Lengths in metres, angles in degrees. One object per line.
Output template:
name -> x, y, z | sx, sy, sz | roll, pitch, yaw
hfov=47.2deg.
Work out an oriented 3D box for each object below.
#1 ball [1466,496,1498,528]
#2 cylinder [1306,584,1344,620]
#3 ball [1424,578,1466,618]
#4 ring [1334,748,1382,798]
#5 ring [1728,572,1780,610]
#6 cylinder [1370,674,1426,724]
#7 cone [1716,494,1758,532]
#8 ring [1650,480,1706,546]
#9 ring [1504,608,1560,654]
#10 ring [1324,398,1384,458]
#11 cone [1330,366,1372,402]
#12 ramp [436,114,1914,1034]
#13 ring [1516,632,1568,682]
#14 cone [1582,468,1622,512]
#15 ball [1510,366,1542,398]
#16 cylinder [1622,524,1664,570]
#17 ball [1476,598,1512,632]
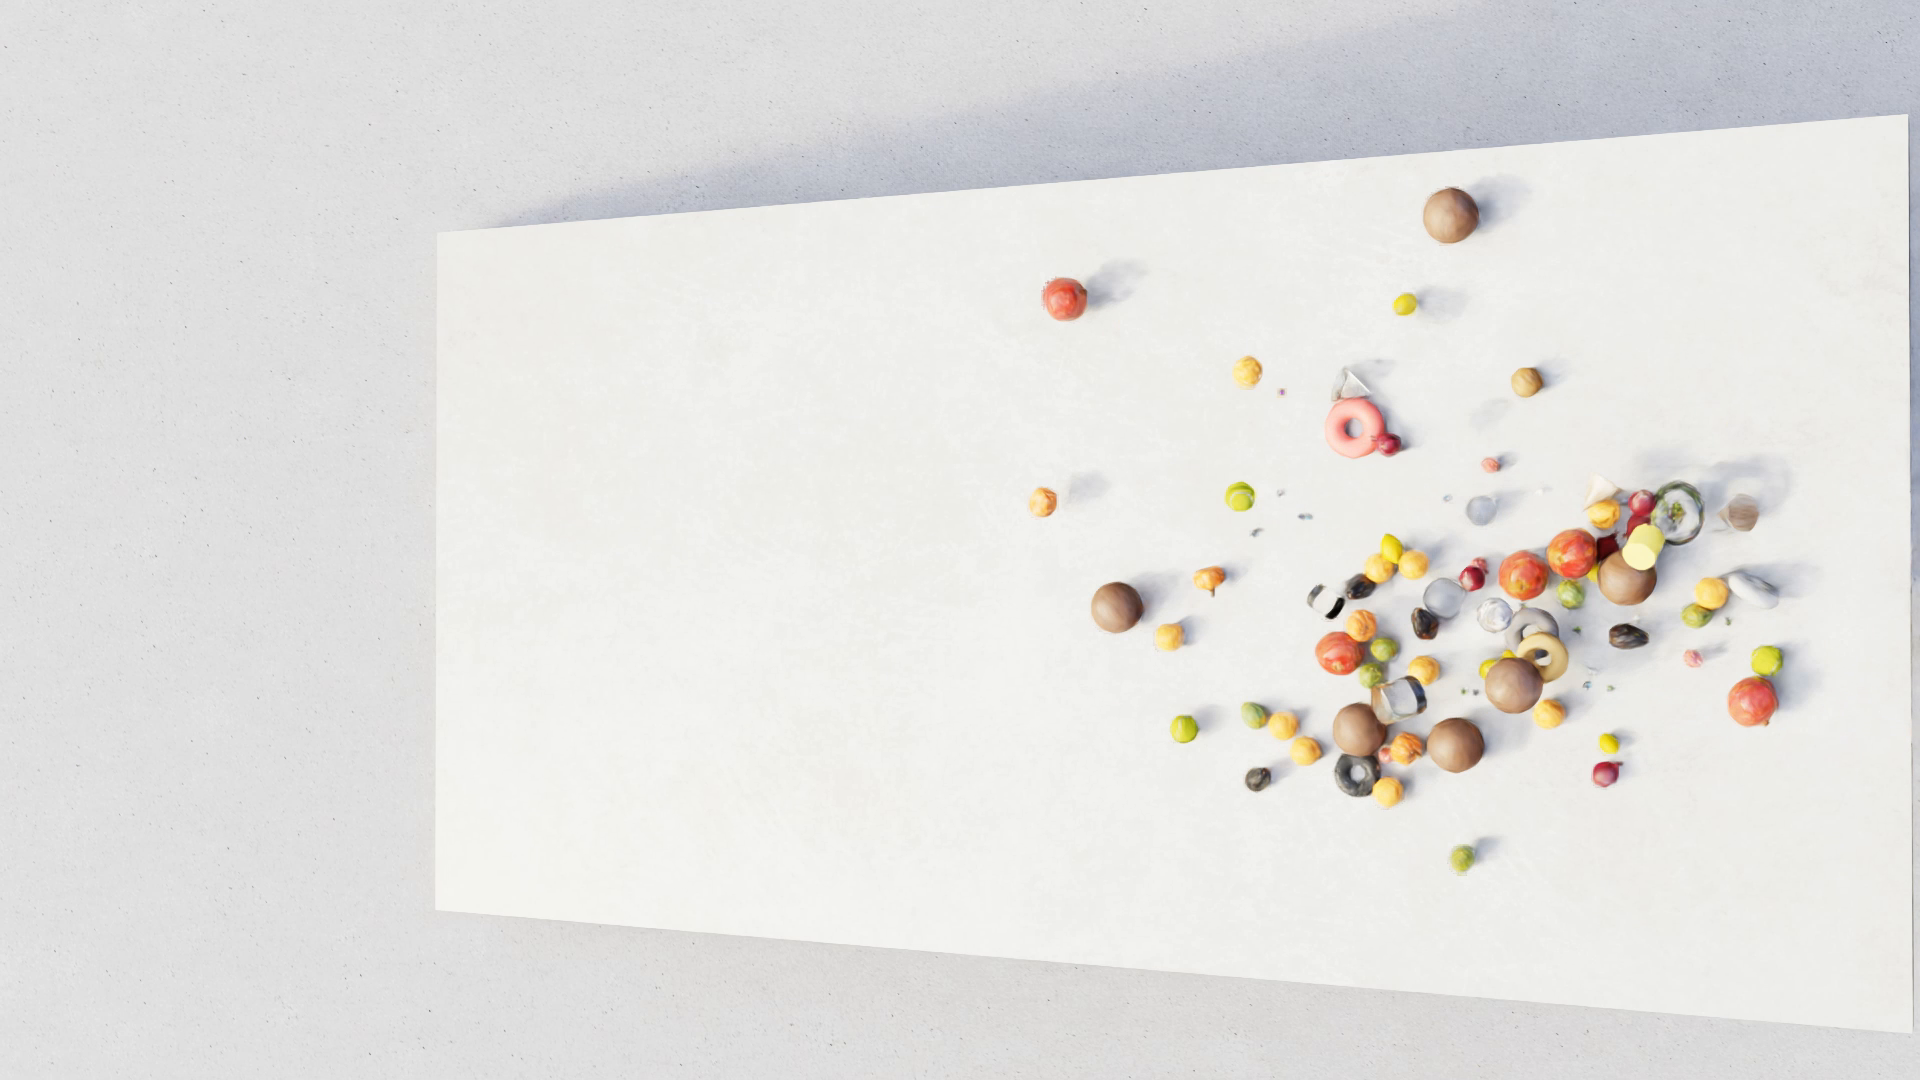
ball -> 1.221, -0.068, 5.146 | 0.075, 0.075, 0.075 | 0, 89, 0
cylinder -> 0.878, 0.149, 5.285 | 0.063, 0.063, 0.063 | -50, 50, -1
ball -> 1.138, 0.136, 5.171 | 0.097, 0.097, 0.097 | 0, 89, 0
ring -> 0.955, 0.561, 5.285 | 0.118, 0.039, 0.118 | -1, 88, 26
ring -> 1.758, 0.111, 4.869 | 0.118, 0.118, 0.039 | 26, 115, 0
cylinder -> 1.016, 0.370, 5.097 | 0.093, 0.093, 0.093 | -16, 89, -16
cone -> 1.721, -0.058, 4.919 | 0.086, 0.086, 0.086 | 2, 86, -24
ring -> 1.594, -0.060, 4.886 | 0.048, 0.145, 0.145 | -3, 89, -29
ring -> 1.314, 0.216, 5.055 | 0.125, 0.042, 0.125 | 4, 105, 15
ring -> 0.949, -0.269, 5.292 | 0.147, 0.049, 0.147 | 0, 91, 26
cone -> 0.952, -0.362, 5.288 | 0.090, 0.090, 0.090 | 18, 89, -7
ramp -> 0.282, 0.081, 5.686 | 4.000, 0.100, 2.000 | 0, 89, 25
ring -> 1.328, 0.268, 5.012 | 0.118, 0.039, 0.118 | 6, 103, 28
cone -> 1.435, -0.100, 4.971 | 0.088, 0.088, 0.088 | 36, 98, 0
ball -> 1.315, -0.367, 5.106 | 0.072, 0.072, 0.072 | 0, 89, 0
cylinder -> 1.521, 0.015, 4.892 | 0.072, 0.072, 0.072 | 42, 50, 0
ball -> 1.201, 0.169, 4.940 | 0.079, 0.079, 0.079 | 0, 89, 0
